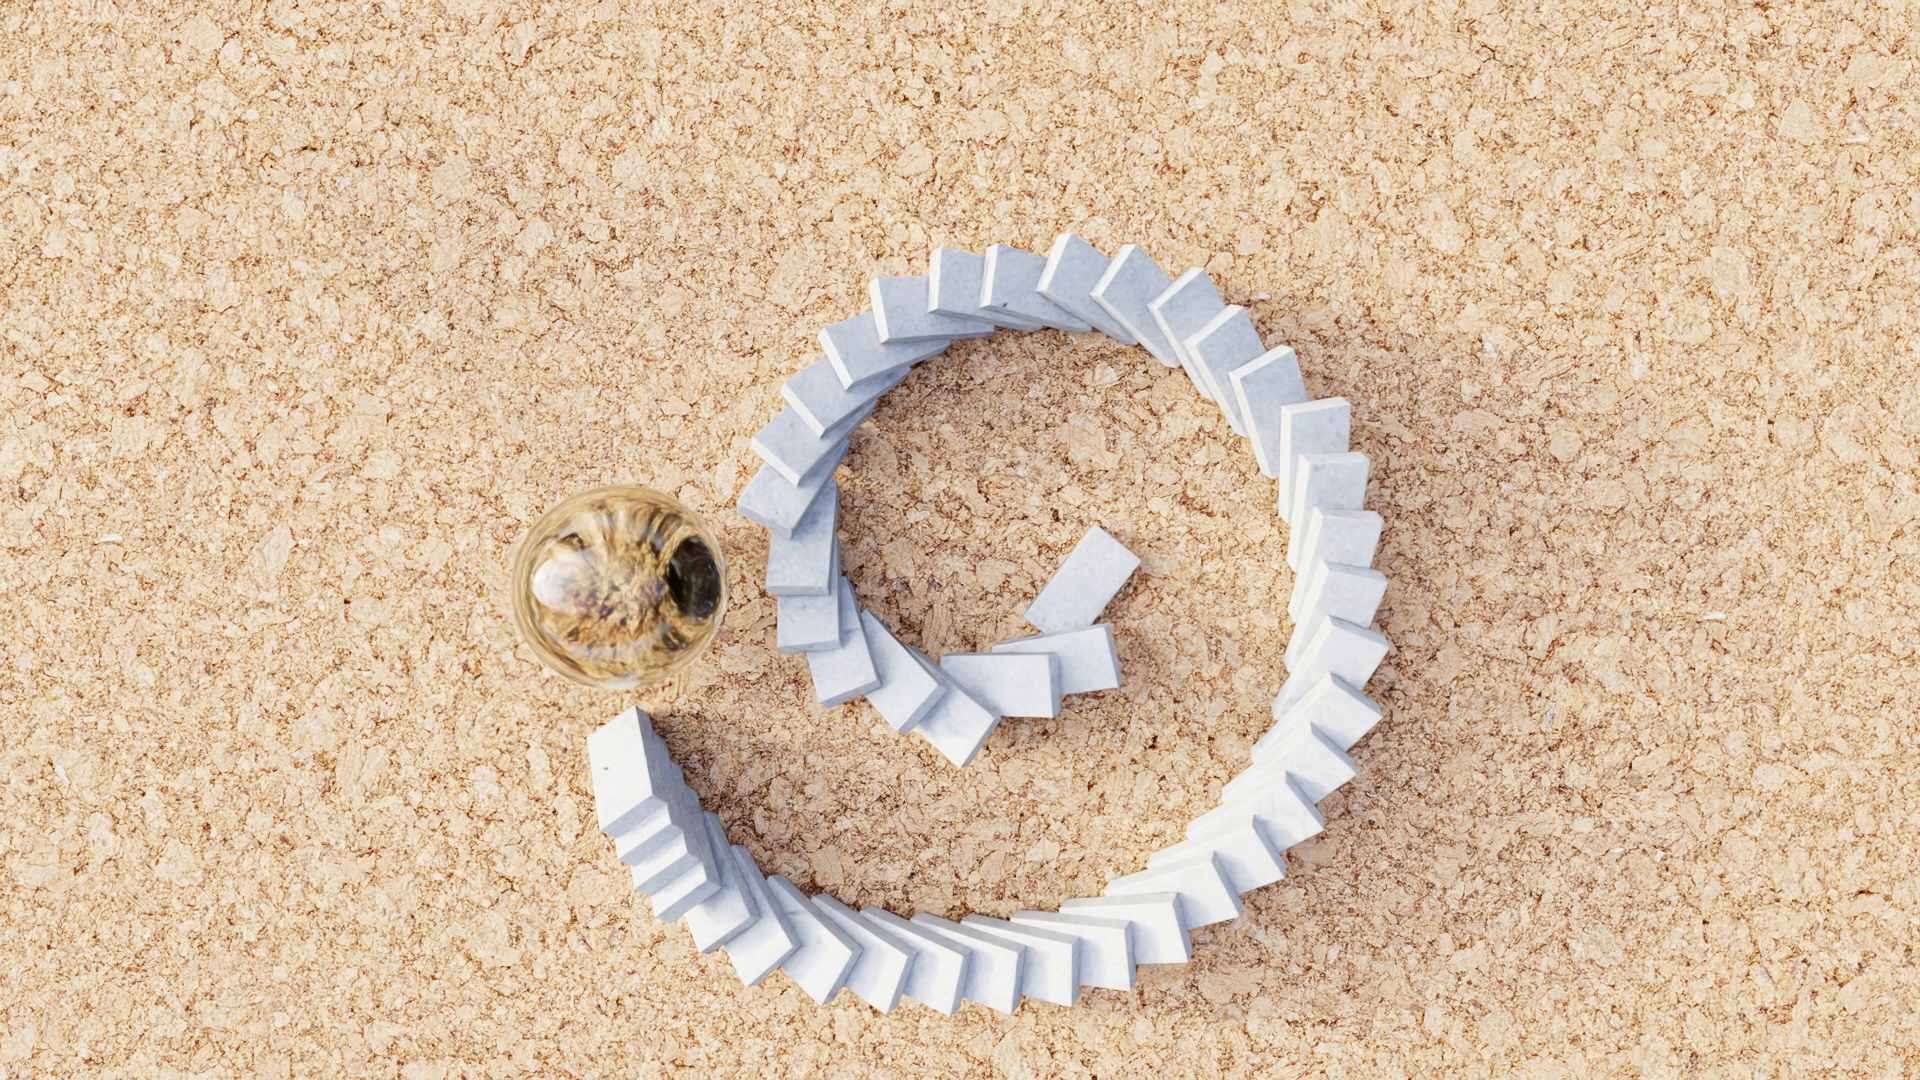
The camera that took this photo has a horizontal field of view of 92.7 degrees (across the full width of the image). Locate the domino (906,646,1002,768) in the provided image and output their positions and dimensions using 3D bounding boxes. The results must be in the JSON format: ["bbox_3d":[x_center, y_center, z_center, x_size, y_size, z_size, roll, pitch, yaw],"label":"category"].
[{"bbox_3d":[-0.010,0.069,0.385,0.050,0.009,0.025,36,96,23],"label":"domino"}]

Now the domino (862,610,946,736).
[{"bbox_3d":[-0.031,0.055,0.383,0.025,0.009,0.050,-48,58,0],"label":"domino"}]

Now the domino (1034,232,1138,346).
[{"bbox_3d":[0.058,-0.104,0.384,0.050,0.010,0.025,23,90,-27],"label":"domino"}]

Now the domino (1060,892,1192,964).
[{"bbox_3d":[0.069,0.163,0.384,0.050,0.009,0.025,-15,90,27],"label":"domino"}]

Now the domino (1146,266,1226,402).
[{"bbox_3d":[0.102,-0.086,0.385,0.025,0.009,0.050,-40,117,0],"label":"domino"}]

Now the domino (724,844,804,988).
[{"bbox_3d":[-0.090,0.157,0.384,0.025,0.009,0.050,-41,63,0],"label":"domino"}]

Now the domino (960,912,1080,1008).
[{"bbox_3d":[0.025,0.176,0.385,0.050,0.009,0.025,1,90,26],"label":"domino"}]

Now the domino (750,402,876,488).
[{"bbox_3d":[-0.061,-0.048,0.384,0.025,0.010,0.050,40,62,1],"label":"domino"}]

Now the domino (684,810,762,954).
[{"bbox_3d":[-0.105,0.142,0.383,0.025,0.009,0.050,-36,60,0],"label":"domino"}]

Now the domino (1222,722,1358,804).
[{"bbox_3d":[0.137,0.101,0.385,0.025,0.010,0.050,42,117,0],"label":"domino"}]

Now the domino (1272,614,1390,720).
[{"bbox_3d":[0.155,0.058,0.385,0.025,0.009,0.050,21,117,0],"label":"domino"}]

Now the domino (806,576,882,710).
[{"bbox_3d":[-0.052,0.042,0.383,0.025,0.009,0.050,-22,60,2],"label":"domino"}]

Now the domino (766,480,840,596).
[{"bbox_3d":[-0.065,-0.001,0.384,0.025,0.010,0.050,1,62,0],"label":"domino"}]

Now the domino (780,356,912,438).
[{"bbox_3d":[-0.047,-0.067,0.384,0.050,0.010,0.025,-40,90,-28],"label":"domino"}]

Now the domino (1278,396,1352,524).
[{"bbox_3d":[0.148,-0.033,0.384,0.025,0.009,0.050,-9,117,0],"label":"domino"}]

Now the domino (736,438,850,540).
[{"bbox_3d":[-0.069,-0.027,0.384,0.025,0.010,0.050,27,61,1],"label":"domino"}]

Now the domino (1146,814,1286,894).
[{"bbox_3d":[0.107,0.137,0.385,0.050,0.010,0.025,-32,90,26],"label":"domino"}]

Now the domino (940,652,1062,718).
[{"bbox_3d":[0.017,0.060,0.384,0.050,0.010,0.025,-4,90,28],"label":"domino"}]

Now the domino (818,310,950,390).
[{"bbox_3d":[-0.031,-0.084,0.384,0.050,0.010,0.025,-27,90,-28],"label":"domino"}]

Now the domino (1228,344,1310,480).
[{"bbox_3d":[0.133,-0.053,0.385,0.025,0.010,0.050,-28,117,0],"label":"domino"}]

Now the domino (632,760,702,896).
[{"bbox_3d":[-0.124,0.117,0.379,0.025,0.050,0.010,-34,134,0],"label":"domino"}]

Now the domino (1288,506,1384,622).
[{"bbox_3d":[0.157,0.012,0.385,0.025,0.009,0.050,4,117,0],"label":"domino"}]

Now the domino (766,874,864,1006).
[{"bbox_3d":[-0.067,0.167,0.384,0.050,0.010,0.025,31,90,27],"label":"domino"}]

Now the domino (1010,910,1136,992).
[{"bbox_3d":[0.047,0.171,0.385,0.050,0.009,0.025,-6,90,26],"label":"domino"}]

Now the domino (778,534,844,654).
[{"bbox_3d":[-0.063,0.022,0.384,0.025,0.009,0.050,-6,62,2],"label":"domino"}]

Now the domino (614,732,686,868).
[{"bbox_3d":[-0.131,0.106,0.379,0.025,0.050,0.009,-34,134,0],"label":"domino"}]

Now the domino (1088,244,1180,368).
[{"bbox_3d":[0.080,-0.097,0.384,0.050,0.009,0.025,35,90,-27],"label":"domino"}]

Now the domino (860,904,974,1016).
[{"bbox_3d":[-0.021,0.176,0.385,0.050,0.009,0.025,12,90,26],"label":"domino"}]

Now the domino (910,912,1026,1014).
[{"bbox_3d":[0.002,0.177,0.385,0.050,0.009,0.025,6,90,26],"label":"domino"}]

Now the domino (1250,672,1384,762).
[{"bbox_3d":[0.149,0.081,0.384,0.025,0.010,0.050,34,117,0],"label":"domino"}]

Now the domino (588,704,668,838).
[{"bbox_3d":[-0.138,0.095,0.379,0.025,0.050,0.010,-35,134,0],"label":"domino"}]

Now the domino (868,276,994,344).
[{"bbox_3d":[-0.011,-0.097,0.384,0.050,0.009,0.025,-11,90,-28],"label":"domino"}]

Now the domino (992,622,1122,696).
[{"bbox_3d":[0.041,0.052,0.385,0.050,0.010,0.025,-12,93,23],"label":"domino"}]

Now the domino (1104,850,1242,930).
[{"bbox_3d":[0.089,0.150,0.385,0.050,0.010,0.025,-28,90,26],"label":"domino"}]

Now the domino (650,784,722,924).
[{"bbox_3d":[-0.117,0.128,0.379,0.025,0.050,0.009,-36,134,0],"label":"domino"}]

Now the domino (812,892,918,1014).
[{"bbox_3d":[-0.044,0.173,0.385,0.050,0.010,0.025,21,90,26],"label":"domino"}]

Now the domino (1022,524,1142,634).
[{"bbox_3d":[0.052,0.021,0.395,0.025,0.010,0.050,38,90,0],"label":"domino"}]

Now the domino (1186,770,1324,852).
[{"bbox_3d":[0.123,0.120,0.385,0.050,0.010,0.025,-39,90,26],"label":"domino"}]

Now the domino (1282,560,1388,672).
[{"bbox_3d":[0.157,0.035,0.385,0.025,0.009,0.050,11,116,0],"label":"domino"}]

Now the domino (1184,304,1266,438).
[{"bbox_3d":[0.117,-0.070,0.385,0.025,0.010,0.050,-39,117,0],"label":"domino"}]

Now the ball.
[{"bbox_3d":[-0.132,0.019,0.360,0.080,0.080,0.080,0,90,0],"label":"ball"}]

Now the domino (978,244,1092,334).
[{"bbox_3d":[0.034,-0.105,0.384,0.050,0.009,0.025,7,90,-27],"label":"domino"}]

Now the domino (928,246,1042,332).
[{"bbox_3d":[0.012,-0.104,0.384,0.050,0.009,0.025,4,90,-27],"label":"domino"}]

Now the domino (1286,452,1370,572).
[{"bbox_3d":[0.154,-0.011,0.384,0.025,0.009,0.050,-3,117,0],"label":"domino"}]
